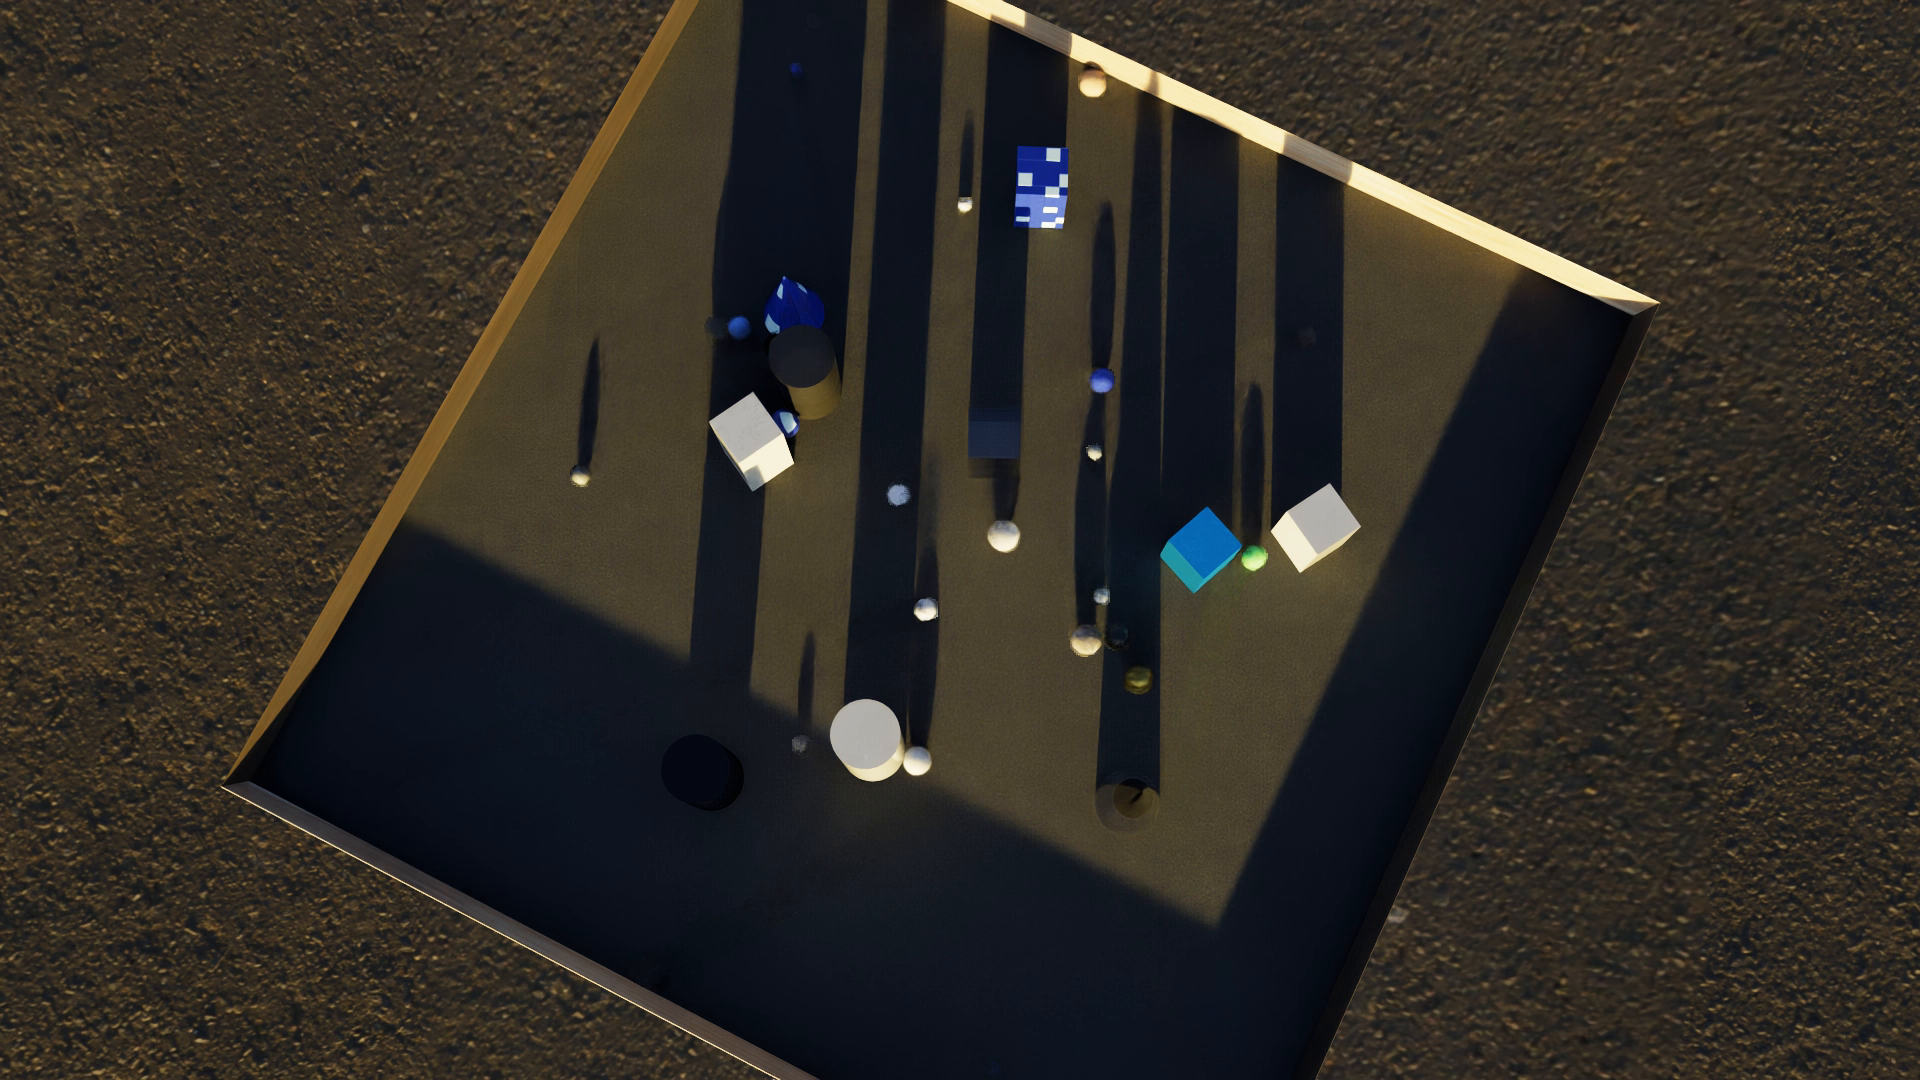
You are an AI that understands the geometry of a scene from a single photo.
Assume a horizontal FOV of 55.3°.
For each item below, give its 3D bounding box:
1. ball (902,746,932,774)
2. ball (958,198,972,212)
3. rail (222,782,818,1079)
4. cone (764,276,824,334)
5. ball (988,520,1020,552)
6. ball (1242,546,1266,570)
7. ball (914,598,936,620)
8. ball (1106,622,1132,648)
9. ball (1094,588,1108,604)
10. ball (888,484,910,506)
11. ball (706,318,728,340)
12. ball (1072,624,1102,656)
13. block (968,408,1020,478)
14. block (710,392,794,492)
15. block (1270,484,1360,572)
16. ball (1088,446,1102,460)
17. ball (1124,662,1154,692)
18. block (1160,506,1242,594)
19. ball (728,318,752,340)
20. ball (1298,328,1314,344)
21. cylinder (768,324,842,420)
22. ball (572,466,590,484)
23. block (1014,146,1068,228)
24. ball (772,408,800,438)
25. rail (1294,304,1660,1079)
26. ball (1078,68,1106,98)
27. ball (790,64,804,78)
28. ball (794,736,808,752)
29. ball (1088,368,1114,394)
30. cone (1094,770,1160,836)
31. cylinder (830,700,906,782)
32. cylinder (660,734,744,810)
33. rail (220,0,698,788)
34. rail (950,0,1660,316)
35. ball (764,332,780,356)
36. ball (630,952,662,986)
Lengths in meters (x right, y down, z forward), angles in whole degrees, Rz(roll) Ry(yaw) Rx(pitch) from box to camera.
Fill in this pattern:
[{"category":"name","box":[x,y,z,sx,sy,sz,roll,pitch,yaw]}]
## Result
[{"category":"ball","box":[-0.127,0.654,5.438,0.085,0.085,0.085,0,78,0]},{"category":"ball","box":[0.016,-1.064,5.814,0.044,0.044,0.044,0,78,0]},{"category":"rail","box":[-0.717,1.410,5.259,3.195,0.126,0.045,26,80,5]},{"category":"cone","box":[-0.522,-0.747,5.596,0.194,0.342,0.194,0,78,0]},{"category":"ball","box":[0.132,-0.014,5.571,0.095,0.095,0.095,0,78,0]},{"category":"ball","box":[0.891,0.055,5.568,0.073,0.073,0.073,0,78,0]},{"category":"ball","box":[-0.105,0.210,5.538,0.068,0.068,0.068,0,78,0]},{"category":"ball","box":[0.476,0.289,5.517,0.078,0.078,0.078,0,78,0]},{"category":"ball","box":[0.427,0.170,5.558,0.046,0.046,0.046,0,78,0]},{"category":"ball","box":[-0.186,-0.139,5.612,0.065,0.065,0.065,0,78,0]},{"category":"ball","box":[-0.757,-0.659,5.717,0.070,0.070,0.070,0,78,0]},{"category":"ball","box":[0.381,0.299,5.507,0.092,0.092,0.092,0,78,0]},{"category":"block","box":[0.102,-0.291,5.548,0.155,0.252,0.155,1,78,0]},{"category":"block","box":[-0.621,-0.291,5.495,0.155,0.355,0.155,-35,80,-7]},{"category":"block","box":[1.061,-0.033,5.481,0.155,0.278,0.155,-33,80,-6]},{"category":"ball","box":[0.415,-0.269,5.650,0.044,0.044,0.044,0,78,0]},{"category":"ball","box":[0.535,0.411,5.487,0.087,0.087,0.087,0,78,0]},{"category":"block","box":[0.719,0.032,5.488,0.155,0.240,0.155,-40,81,-8]},{"category":"ball","box":[-0.686,-0.660,5.717,0.071,0.071,0.071,0,78,0]},{"category":"ball","box":[1.082,-0.636,5.724,0.048,0.048,0.048,0,78,0]},{"category":"cylinder","box":[-0.464,-0.504,5.543,0.194,0.348,0.194,0,78,0]},{"category":"ball","box":[-1.164,-0.198,5.629,0.056,0.056,0.056,0,78,0]},{"category":"block","box":[0.251,-1.095,5.706,0.155,0.270,0.155,2,78,0]},{"category":"ball","box":[-0.539,-0.359,5.644,0.092,0.092,0.092,0,78,0]},{"category":"rail","box":[1.408,0.696,5.407,0.045,0.126,3.253,26,80,5]},{"category":"ball","box":[0.426,-1.465,5.874,0.089,0.089,0.089,0,78,0]},{"category":"ball","box":[-0.526,-1.511,5.908,0.042,0.042,0.042,0,78,0]},{"category":"ball","box":[-0.475,0.610,5.468,0.044,0.044,0.044,0,78,0]},{"category":"ball","box":[0.437,-0.493,5.679,0.077,0.077,0.077,0,78,0]},{"category":"cone","box":[0.498,0.733,5.225,0.194,0.470,0.194,0,78,0]},{"category":"cylinder","box":[-0.261,0.580,5.267,0.194,0.449,0.194,0,78,0]},{"category":"cylinder","box":[-0.741,0.676,5.299,0.194,0.347,0.194,0,78,0]},{"category":"rail","box":[-1.408,-0.683,5.692,0.045,0.126,3.253,26,80,5]},{"category":"rail","box":[0.717,-1.397,5.840,3.195,0.126,0.045,26,80,5]},{"category":"ball","box":[-0.557,-0.595,5.690,0.097,0.097,0.097,0,78,0]},{"category":"ball","box":[-0.909,1.245,5.310,0.095,0.095,0.095,0,78,0]}]
